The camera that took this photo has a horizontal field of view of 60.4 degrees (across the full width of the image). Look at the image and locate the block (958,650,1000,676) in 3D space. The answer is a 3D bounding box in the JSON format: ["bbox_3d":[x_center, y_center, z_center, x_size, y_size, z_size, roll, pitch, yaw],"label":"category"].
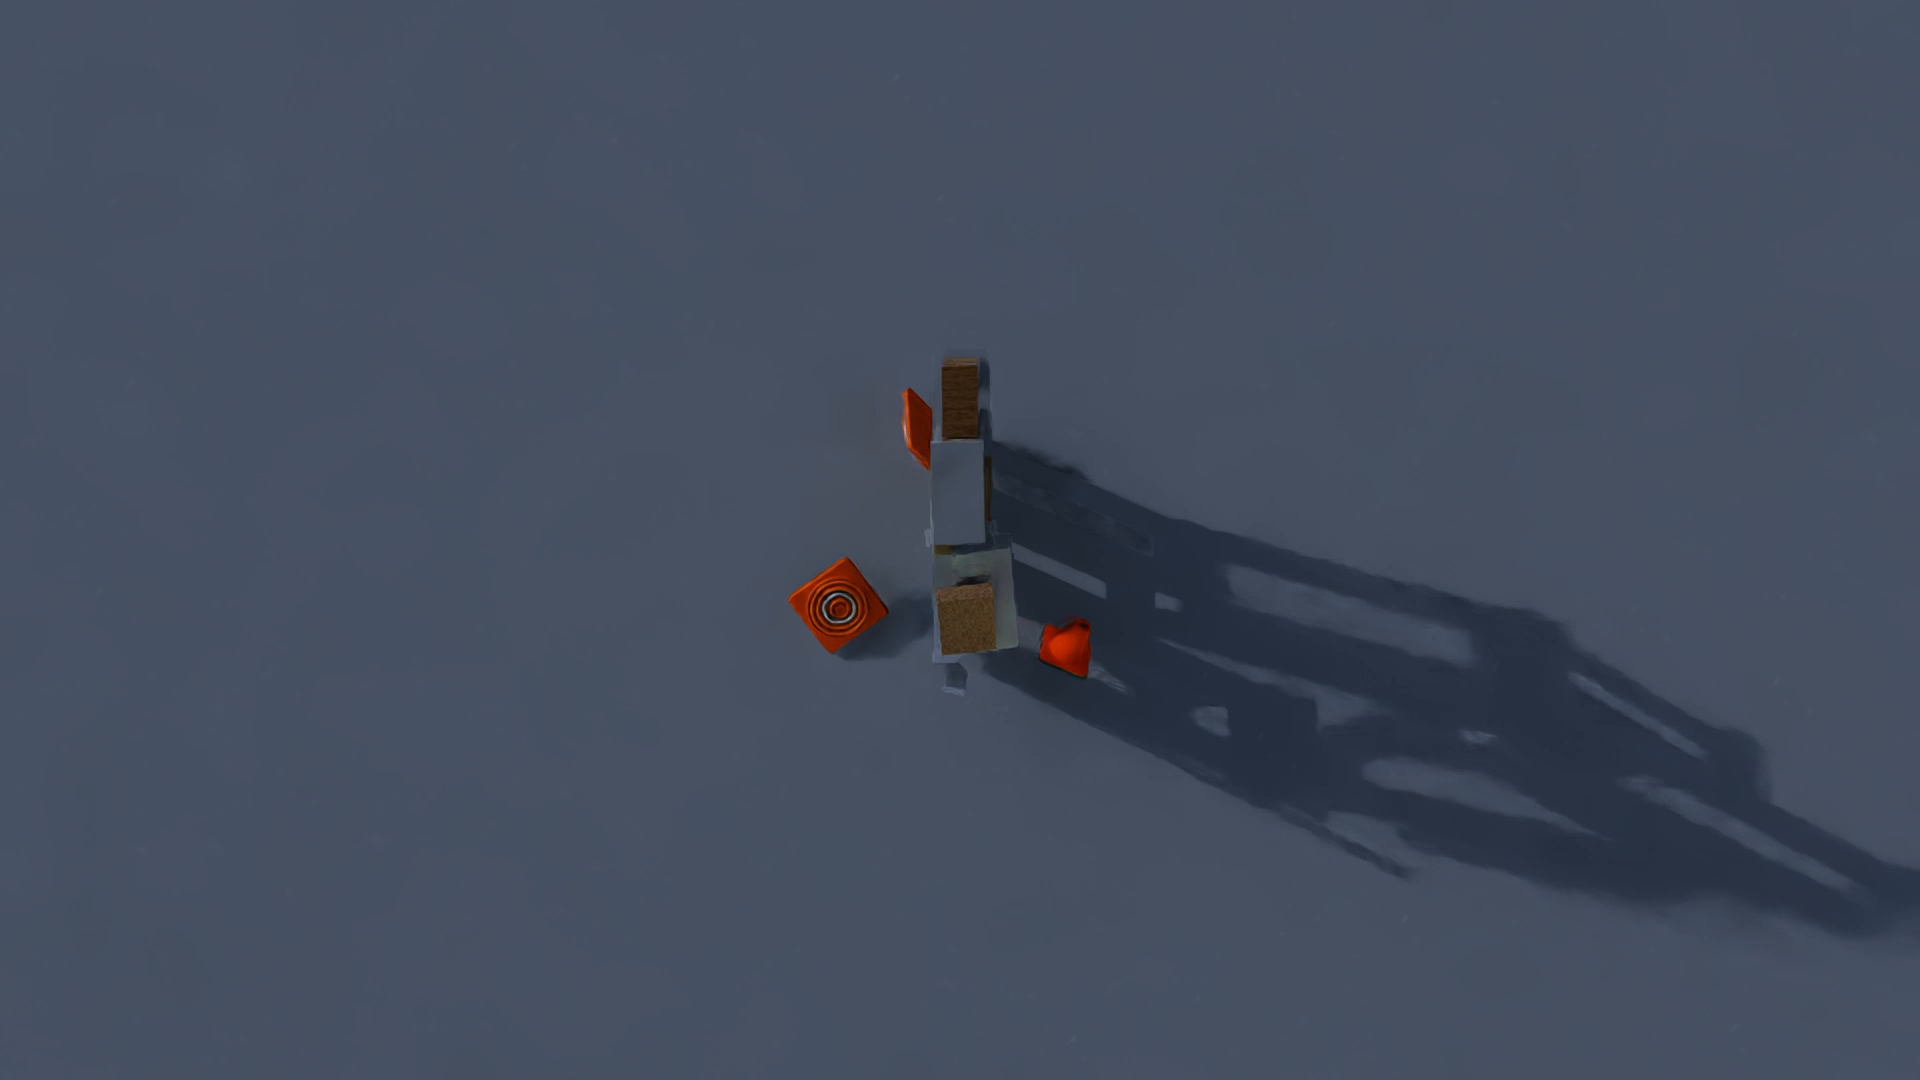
[{"bbox_3d":[0.065,0.352,5.117,0.137,0.019,0.068,-43,90,-1],"label":"block"}]

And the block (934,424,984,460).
[{"bbox_3d":[-0.002,-0.269,4.665,0.141,0.388,0.040,-1,105,1],"label":"block"}]

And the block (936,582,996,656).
[{"bbox_3d":[0.019,0.236,4.855,0.162,0.325,0.046,-7,58,-2],"label":"block"}]

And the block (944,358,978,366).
[{"bbox_3d":[0.003,-0.476,4.756,0.100,0.201,0.028,0,118,1],"label":"block"}]

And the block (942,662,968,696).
[{"bbox_3d":[-0.010,0.421,5.247,0.068,0.509,0.019,13,98,0],"label":"block"}]

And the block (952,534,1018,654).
[{"bbox_3d":[0.078,0.168,4.864,0.162,0.556,0.046,-9,56,-1],"label":"block"}]

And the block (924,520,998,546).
[{"bbox_3d":[0.005,-0.021,4.721,0.162,0.325,0.046,-10,90,8],"label":"block"}]

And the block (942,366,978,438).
[{"bbox_3d":[0.000,-0.389,4.646,0.100,0.028,0.201,-1,90,1],"label":"block"}]

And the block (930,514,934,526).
[{"bbox_3d":[-0.004,-0.073,4.668,0.141,0.282,0.040,-10,94,2],"label":"block"}]

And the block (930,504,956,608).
[{"bbox_3d":[-0.002,0.047,5.038,0.170,0.048,0.339,0,113,0],"label":"block"}]

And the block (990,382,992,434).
[{"bbox_3d":[0.011,-0.430,5.065,0.169,0.338,0.048,0,64,2],"label":"block"}]

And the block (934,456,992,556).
[{"bbox_3d":[0.006,-0.098,4.869,0.170,0.048,0.339,0,131,0],"label":"block"}]

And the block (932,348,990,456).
[{"bbox_3d":[0.004,-0.399,4.880,0.169,0.048,0.338,0,92,0],"label":"block"}]

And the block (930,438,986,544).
[{"bbox_3d":[-0.005,-0.130,4.481,0.141,0.040,0.282,-2,105,1],"label":"block"}]

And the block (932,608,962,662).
[{"bbox_3d":[-0.001,0.219,5.150,0.163,0.046,0.326,0,90,0],"label":"block"}]
